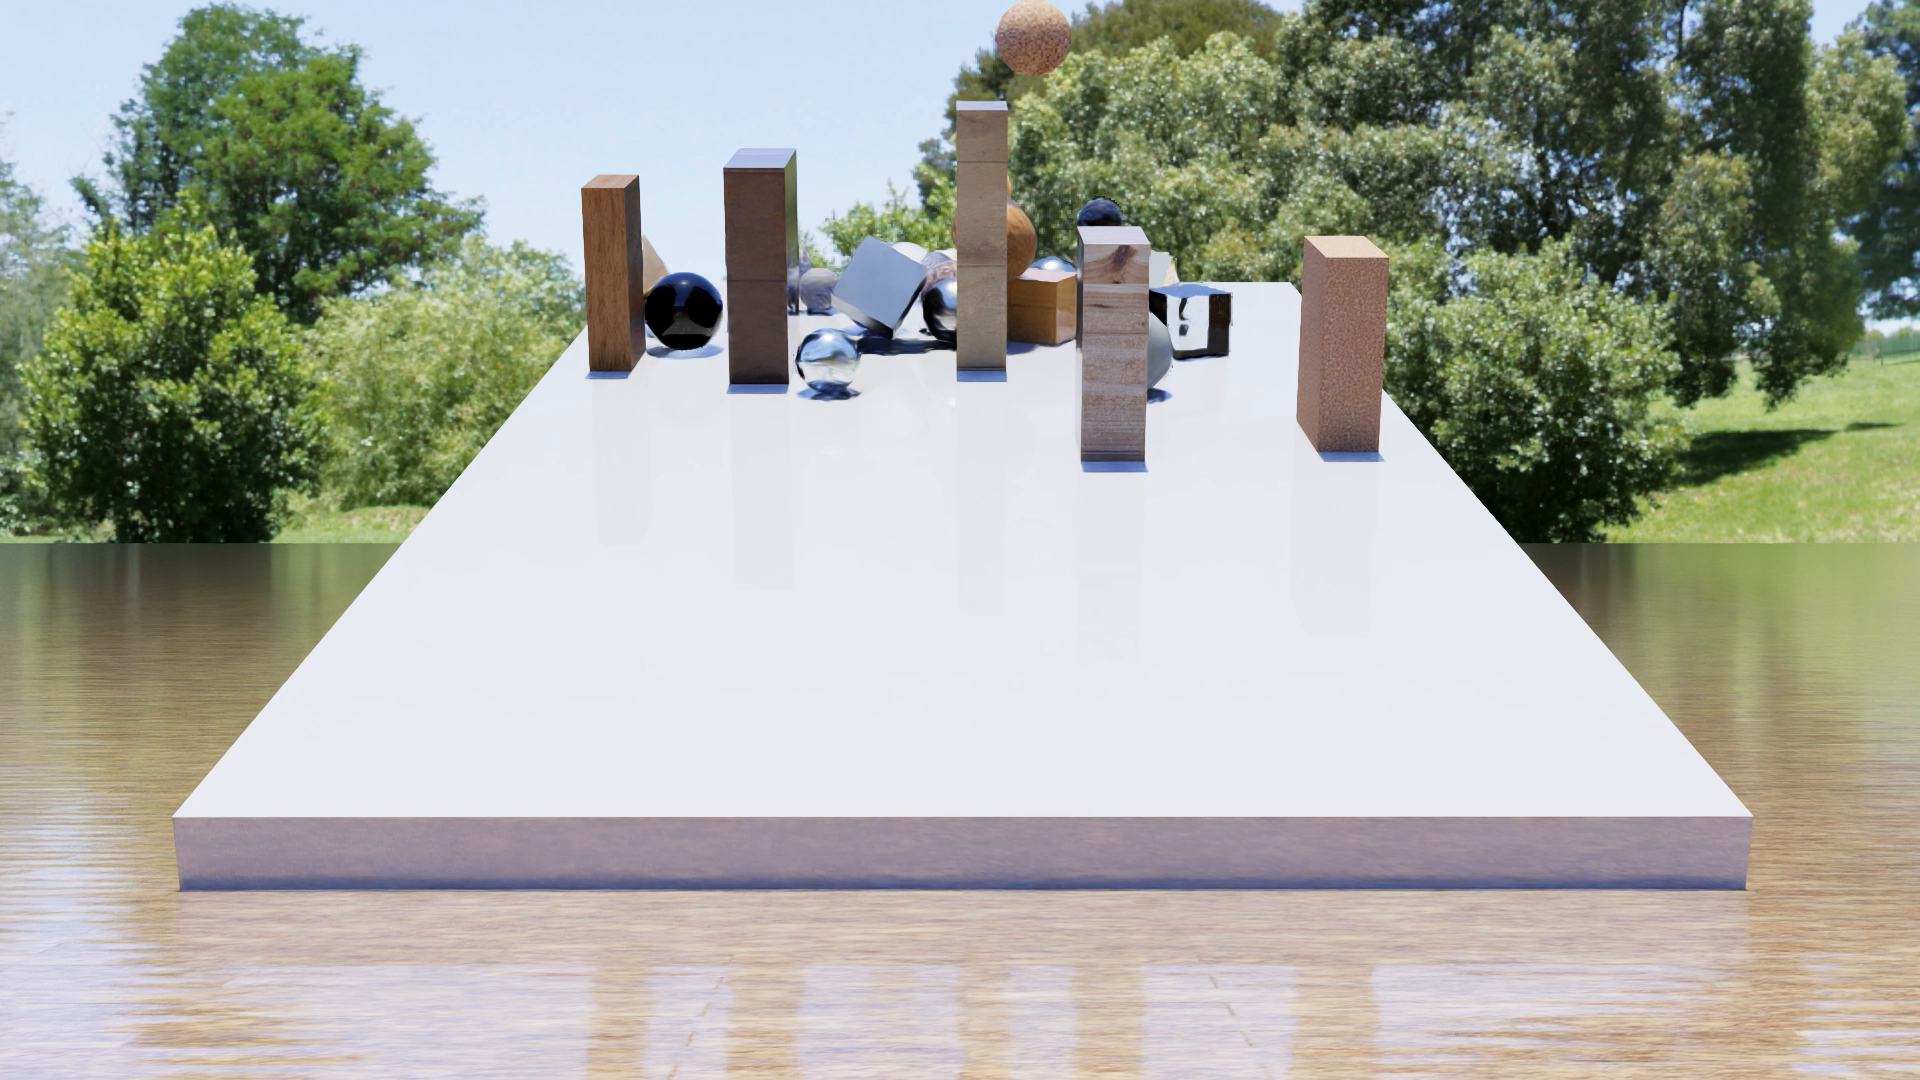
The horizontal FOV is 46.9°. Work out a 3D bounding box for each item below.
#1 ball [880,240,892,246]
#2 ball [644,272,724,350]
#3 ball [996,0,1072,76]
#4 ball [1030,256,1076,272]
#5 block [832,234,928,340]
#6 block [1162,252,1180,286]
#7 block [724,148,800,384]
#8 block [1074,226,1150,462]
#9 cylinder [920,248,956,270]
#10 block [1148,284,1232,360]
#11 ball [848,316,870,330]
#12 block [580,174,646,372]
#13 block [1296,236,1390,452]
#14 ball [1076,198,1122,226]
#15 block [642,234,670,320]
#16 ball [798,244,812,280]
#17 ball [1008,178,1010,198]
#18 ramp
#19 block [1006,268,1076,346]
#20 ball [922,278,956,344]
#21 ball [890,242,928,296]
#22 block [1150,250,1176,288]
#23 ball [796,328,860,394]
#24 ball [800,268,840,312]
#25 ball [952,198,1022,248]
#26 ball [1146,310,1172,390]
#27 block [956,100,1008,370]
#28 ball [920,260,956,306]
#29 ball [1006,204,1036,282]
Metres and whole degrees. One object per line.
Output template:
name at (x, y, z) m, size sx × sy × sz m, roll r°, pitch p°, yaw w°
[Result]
ball at (-0.244, -0.833, 6.669) m, size 0.137 × 0.137 × 0.137 m, roll 0°, pitch 0°, yaw 0°
ball at (-0.701, -0.582, 5.625) m, size 0.200 × 0.200 × 0.200 m, roll 0°, pitch 0°, yaw 0°
ball at (0.202, -1.379, 6.076) m, size 0.208 × 0.208 × 0.208 m, roll 0°, pitch 0°, yaw 0°
ball at (0.252, -0.696, 6.079) m, size 0.164 × 0.164 × 0.164 m, roll 0°, pitch 0°, yaw 0°
block at (-0.207, -0.647, 5.678) m, size 0.180 × 0.180 × 0.180 m, roll 30°, pitch -5°, yaw 0°
block at (0.527, -0.719, 6.160) m, size 0.116 × 0.116 × 0.116 m, roll -5°, pitch -33°, yaw -16°
block at (-0.477, -0.672, 5.378) m, size 0.142 × 0.512 × 0.408 m, roll 0°, pitch 16°, yaw 0°
block at (0.314, -0.410, 4.599) m, size 0.132 × 0.448 × 0.241 m, roll 0°, pitch 16°, yaw 0°
cylinder at (-0.007, -0.746, 6.258) m, size 0.160 × 0.160 × 0.160 m, roll 0°, pitch 12°, yaw 44°
block at (0.575, -0.555, 5.612) m, size 0.156 × 0.156 × 0.156 m, roll -9°, pitch 19°, yaw -29°
ball at (-0.227, -0.648, 5.889) m, size 0.178 × 0.178 × 0.178 m, roll 0°, pitch 0°, yaw 0°
block at (-0.852, -0.662, 5.459) m, size 0.103 × 0.446 × 0.265 m, roll 0°, pitch 16°, yaw 0°
block at (0.810, -0.421, 4.706) m, size 0.129 × 0.409 × 0.293 m, roll 0°, pitch 16°, yaw 0°
ball at (0.395, -0.899, 6.246) m, size 0.129 × 0.129 × 0.129 m, roll 0°, pitch 0°, yaw 0°
block at (-0.845, -0.688, 5.881) m, size 0.149 × 0.149 × 0.149 m, roll -33°, pitch -19°, yaw -1°
ball at (-0.506, -0.803, 6.477) m, size 0.146 × 0.146 × 0.146 m, roll 0°, pitch 0°, yaw 0°
ball at (0.069, -0.924, 5.811) m, size 0.131 × 0.131 × 0.131 m, roll 0°, pitch 0°, yaw 0°
ramp at (-0.002, -0.164, 4.730) m, size 2.000 × 0.100 × 4.000 m, roll 0°, pitch 16°, yaw 0°
block at (0.208, -0.612, 5.792) m, size 0.165 × 0.165 × 0.165 m, roll 8°, pitch 18°, yaw 24°
ball at (-0.013, -0.592, 5.713) m, size 0.170 × 0.170 × 0.170 m, roll 0°, pitch 0°, yaw 0°
ball at (-0.155, -0.771, 6.329) m, size 0.162 × 0.162 × 0.162 m, roll 0°, pitch 0°, yaw 0°
block at (0.479, -0.696, 5.957) m, size 0.156 × 0.156 × 0.156 m, roll 18°, pitch -2°, yaw 10°
ball at (-0.306, -0.418, 5.149) m, size 0.152 × 0.152 × 0.152 m, roll 0°, pitch 0°, yaw 0°
ball at (-0.390, -0.697, 6.156) m, size 0.123 × 0.123 × 0.123 m, roll 0°, pitch 0°, yaw 0°
ball at (0.080, -0.837, 5.984) m, size 0.208 × 0.208 × 0.208 m, roll 0°, pitch 0°, yaw 0°
ball at (0.393, -0.441, 5.140) m, size 0.203 × 0.203 × 0.203 m, roll 0°, pitch 0°, yaw 0°
block at (0.052, -0.748, 5.432) m, size 0.122 × 0.628 × 0.241 m, roll 0°, pitch 16°, yaw 0°
ball at (-0.015, -0.651, 5.886) m, size 0.187 × 0.187 × 0.187 m, roll 0°, pitch 0°, yaw 0°
ball at (0.092, -0.761, 5.663) m, size 0.209 × 0.209 × 0.209 m, roll 0°, pitch 0°, yaw 0°
